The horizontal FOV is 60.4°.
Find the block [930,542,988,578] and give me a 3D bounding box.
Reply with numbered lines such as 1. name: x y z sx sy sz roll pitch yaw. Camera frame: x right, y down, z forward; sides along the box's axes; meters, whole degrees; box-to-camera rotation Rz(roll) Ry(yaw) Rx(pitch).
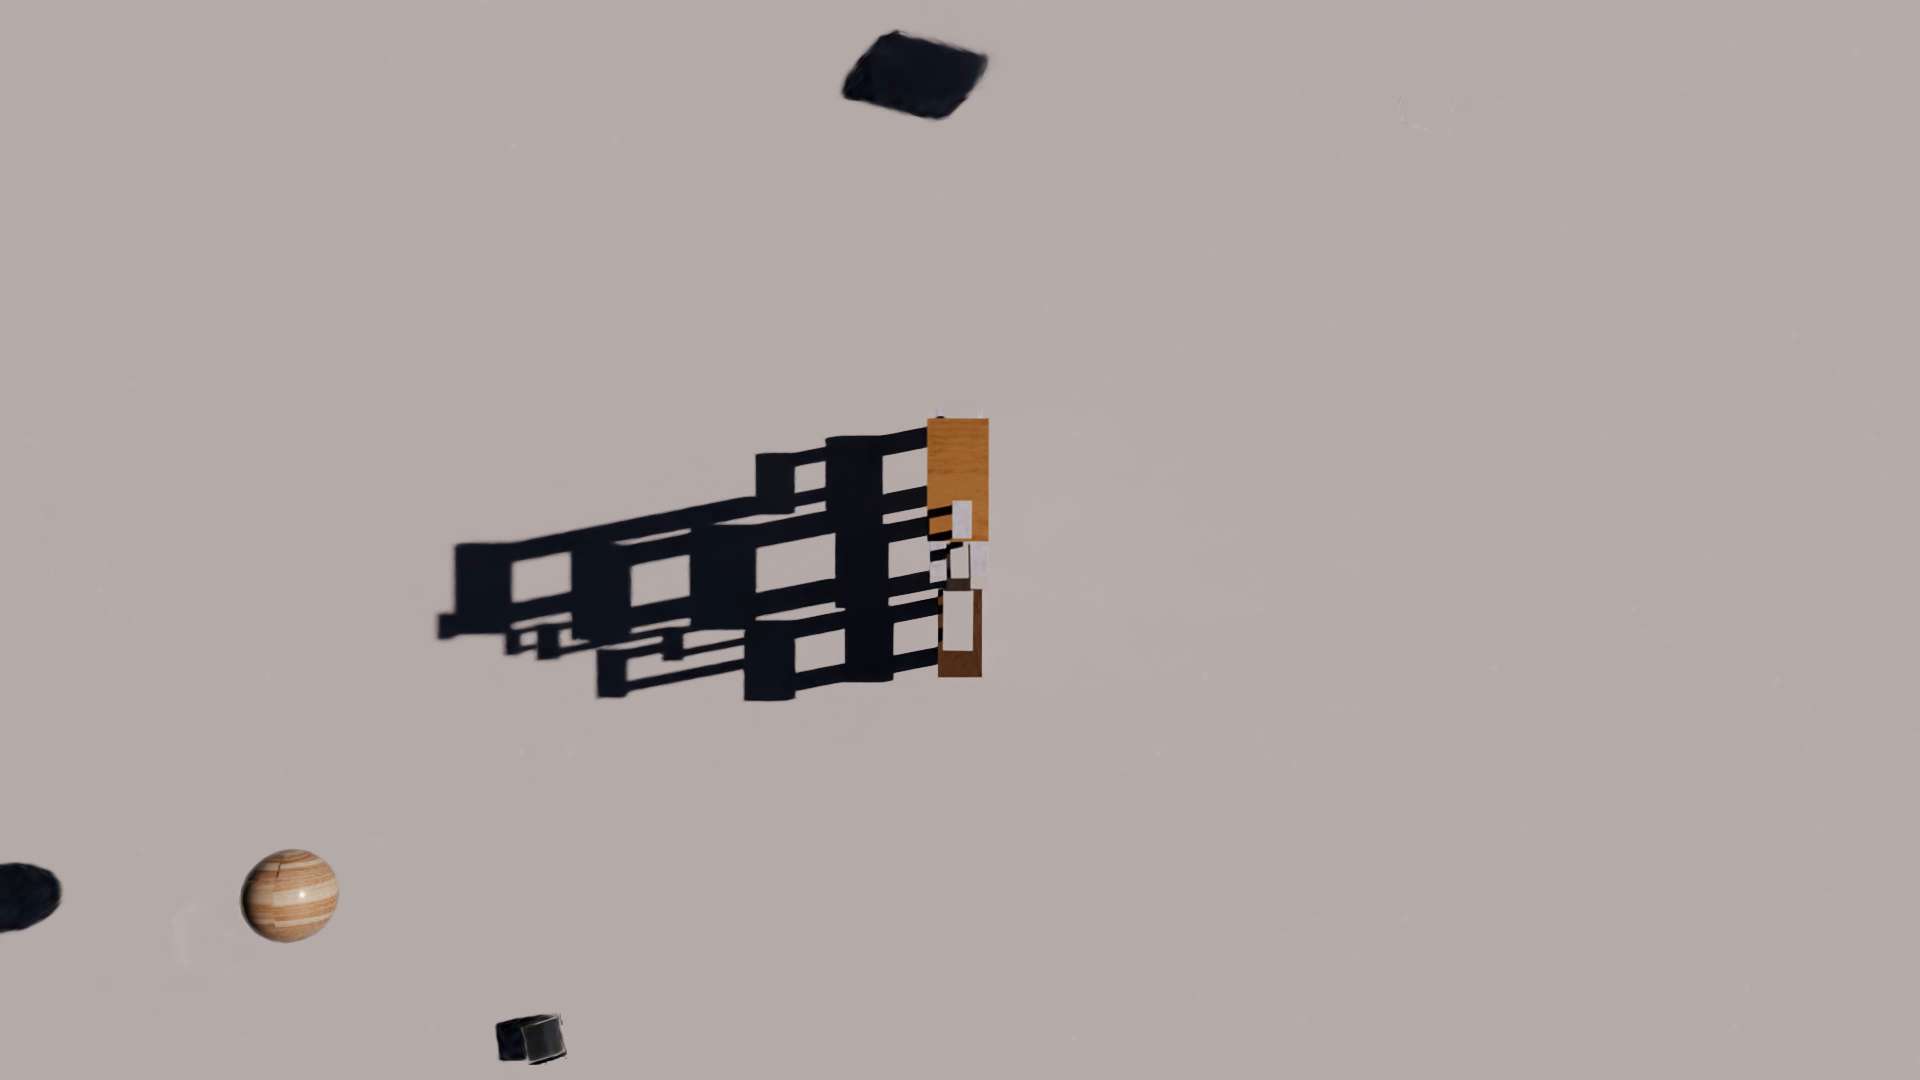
1. block: -0.003 -0.058 4.435 0.157 0.044 0.314 0 90 0

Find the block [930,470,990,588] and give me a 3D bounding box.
1. block: -0.001 -0.031 4.796 0.172 0.049 0.344 0 90 0

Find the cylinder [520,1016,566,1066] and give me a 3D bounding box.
1. cylinder: -1.371 1.647 5.431 0.125 0.125 0.125 -14 84 0

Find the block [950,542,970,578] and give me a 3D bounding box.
1. block: -0.001 0.050 4.173 0.046 0.013 0.092 -1 90 0

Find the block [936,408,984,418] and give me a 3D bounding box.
1. block: -0.001 -0.266 5.185 0.147 0.042 0.294 0 90 0

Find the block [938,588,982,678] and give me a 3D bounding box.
1. block: 0.000 0.278 4.933 0.132 0.037 0.264 0 90 0

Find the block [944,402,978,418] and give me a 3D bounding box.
1. block: 0.003 -0.309 4.947 0.101 0.029 0.202 0 90 0

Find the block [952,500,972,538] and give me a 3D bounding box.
1. block: 0.005 -0.049 3.968 0.046 0.013 0.092 0 90 0

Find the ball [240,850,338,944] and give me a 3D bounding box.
1. ball: -1.706 0.906 4.196 0.234 0.234 0.234 0 90 0

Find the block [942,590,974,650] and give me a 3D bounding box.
1. block: -0.005 0.218 4.468 0.081 0.023 0.162 1 90 0

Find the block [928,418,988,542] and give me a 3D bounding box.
1. block: -0.005 -0.148 4.088 0.152 0.043 0.303 0 90 0

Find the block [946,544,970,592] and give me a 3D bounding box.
1. block: -0.004 0.071 4.280 0.062 0.018 0.124 0 90 0
